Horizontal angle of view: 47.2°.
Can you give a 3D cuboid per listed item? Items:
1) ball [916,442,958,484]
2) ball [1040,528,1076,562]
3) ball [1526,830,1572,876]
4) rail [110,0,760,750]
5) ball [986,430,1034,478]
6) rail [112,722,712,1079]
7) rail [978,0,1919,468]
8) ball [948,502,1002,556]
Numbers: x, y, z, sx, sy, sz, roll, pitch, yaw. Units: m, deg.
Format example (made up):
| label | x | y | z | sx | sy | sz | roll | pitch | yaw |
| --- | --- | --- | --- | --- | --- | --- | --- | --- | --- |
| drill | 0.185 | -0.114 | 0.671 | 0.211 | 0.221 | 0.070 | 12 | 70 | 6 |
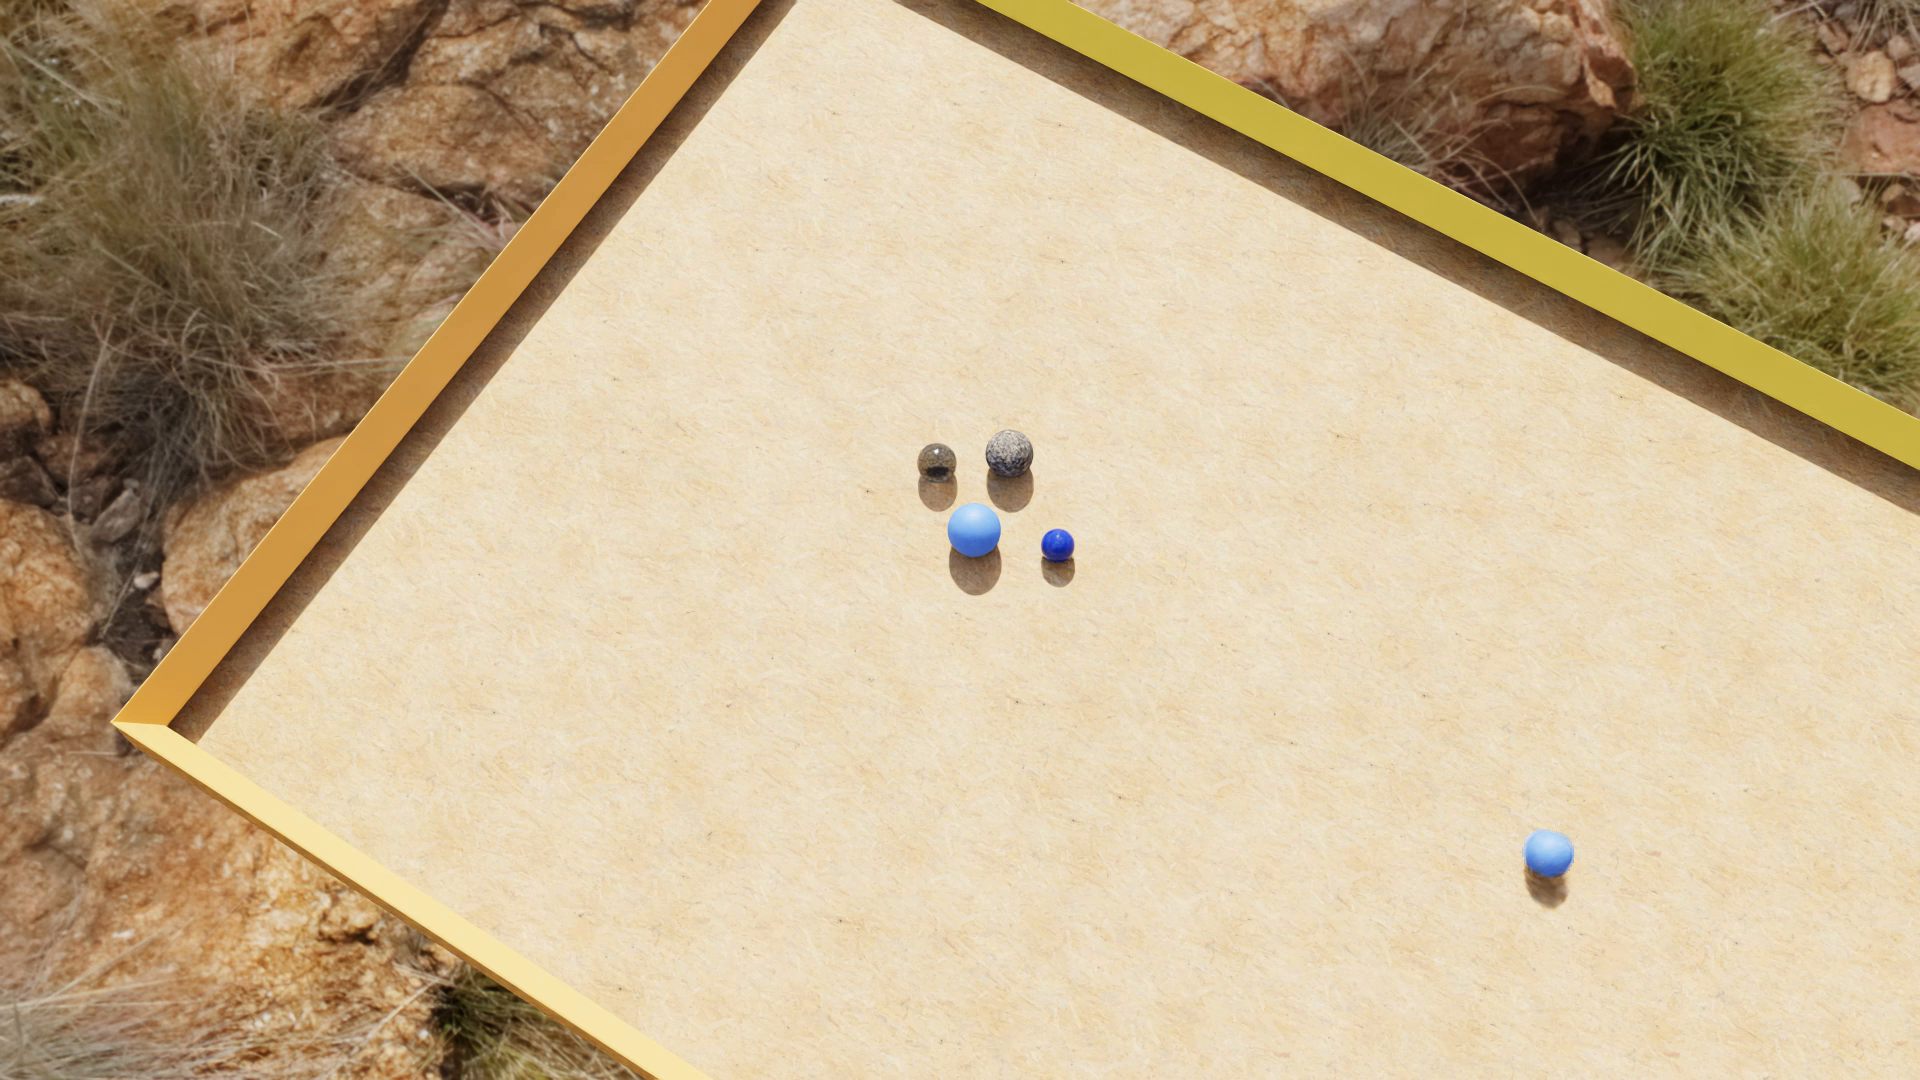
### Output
| label | x | y | z | sx | sy | sz | roll | pitch | yaw |
| --- | --- | --- | --- | --- | --- | --- | --- | --- | --- |
| ball | -0.038 | -0.127 | 3.626 | 0.067 | 0.067 | 0.067 | 0 | 65 | 0 |
| ball | 0.159 | 0.009 | 3.568 | 0.057 | 0.057 | 0.057 | 0 | 65 | 0 |
| ball | 0.895 | 0.477 | 3.344 | 0.070 | 0.070 | 0.070 | 0 | 65 | 0 |
| rail | -0.761 | -0.437 | 3.743 | 0.045 | 0.114 | 1.946 | 29 | 68 | 13 |
| ball | 0.082 | -0.142 | 3.625 | 0.080 | 0.080 | 0.080 | 0 | 65 | 0 |
| rail | 0.281 | 1.162 | 3.000 | 3.677 | 0.114 | 0.045 | 29 | 68 | 13 |
| rail | 1.282 | -0.301 | 3.680 | 3.677 | 0.114 | 0.045 | 29 | 68 | 13 |
| ball | 0.023 | -0.016 | 3.563 | 0.088 | 0.088 | 0.088 | 0 | 65 | 0 |
